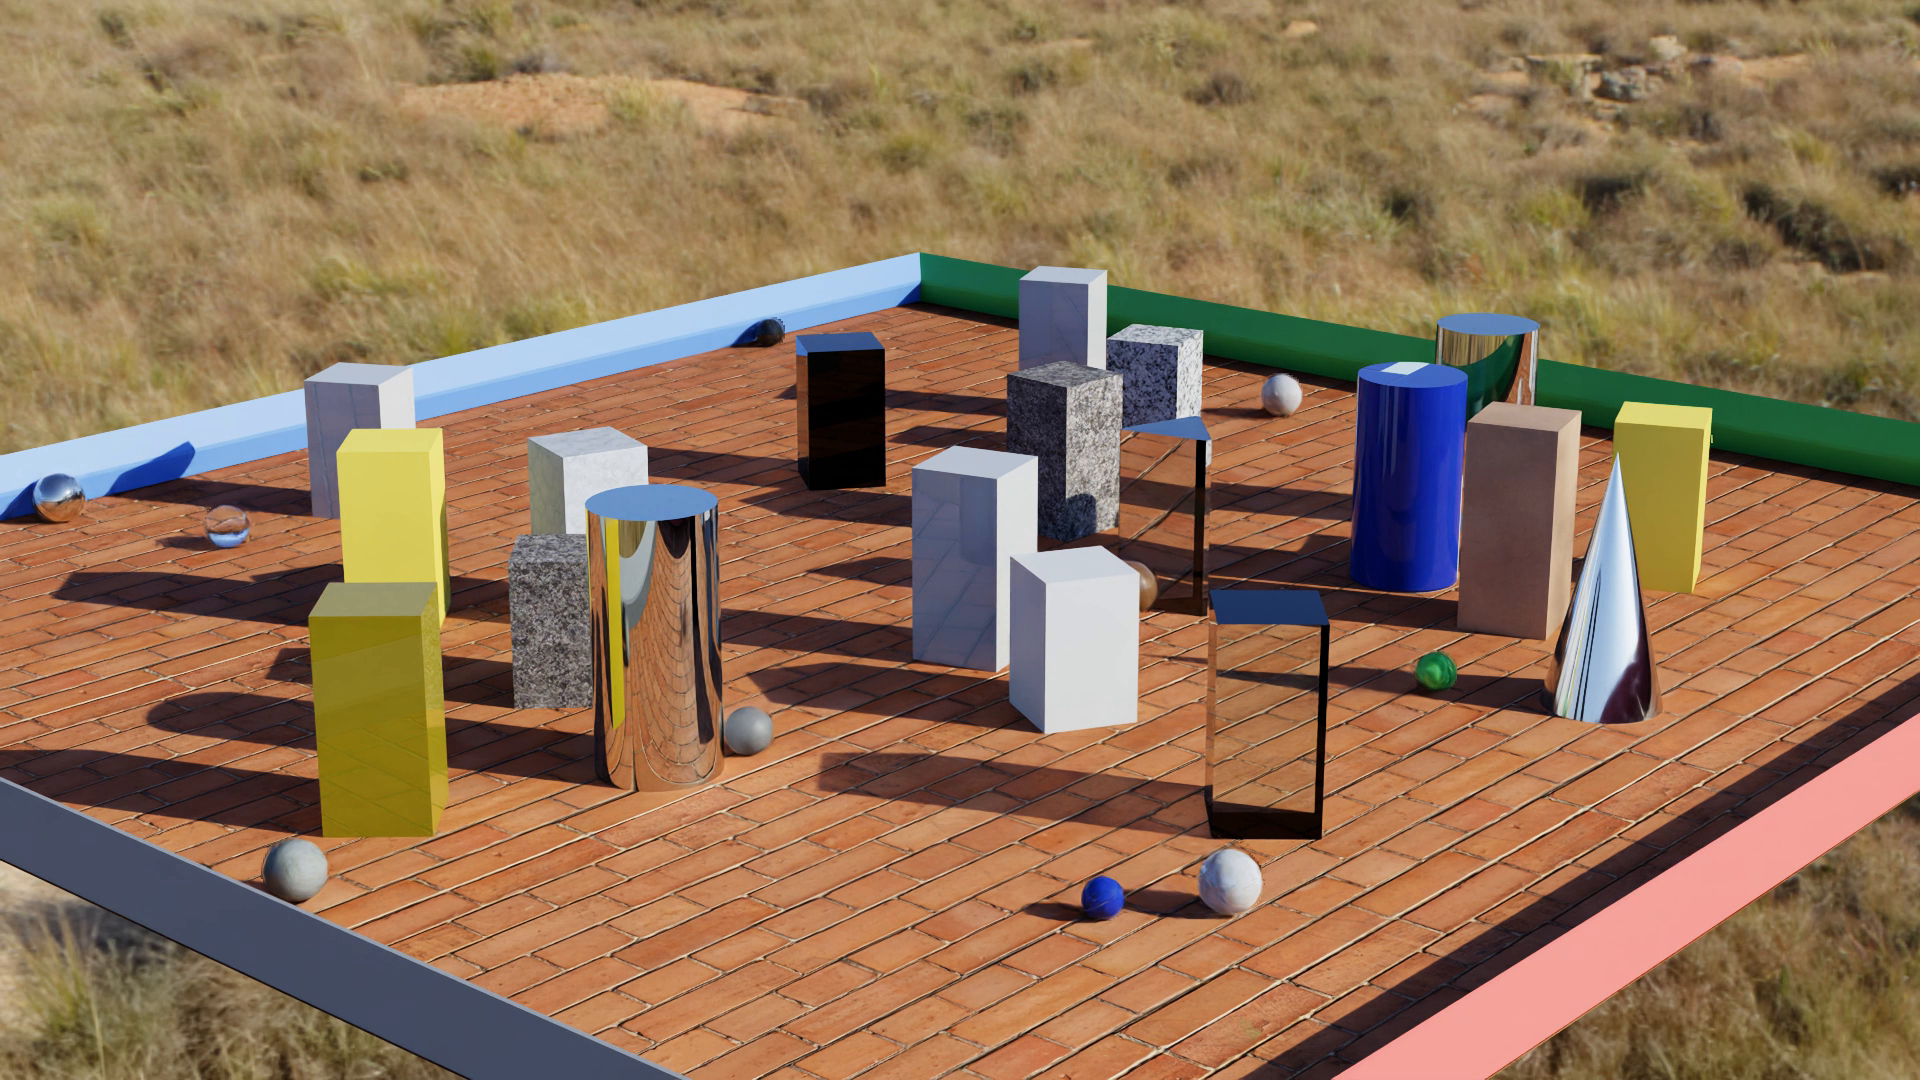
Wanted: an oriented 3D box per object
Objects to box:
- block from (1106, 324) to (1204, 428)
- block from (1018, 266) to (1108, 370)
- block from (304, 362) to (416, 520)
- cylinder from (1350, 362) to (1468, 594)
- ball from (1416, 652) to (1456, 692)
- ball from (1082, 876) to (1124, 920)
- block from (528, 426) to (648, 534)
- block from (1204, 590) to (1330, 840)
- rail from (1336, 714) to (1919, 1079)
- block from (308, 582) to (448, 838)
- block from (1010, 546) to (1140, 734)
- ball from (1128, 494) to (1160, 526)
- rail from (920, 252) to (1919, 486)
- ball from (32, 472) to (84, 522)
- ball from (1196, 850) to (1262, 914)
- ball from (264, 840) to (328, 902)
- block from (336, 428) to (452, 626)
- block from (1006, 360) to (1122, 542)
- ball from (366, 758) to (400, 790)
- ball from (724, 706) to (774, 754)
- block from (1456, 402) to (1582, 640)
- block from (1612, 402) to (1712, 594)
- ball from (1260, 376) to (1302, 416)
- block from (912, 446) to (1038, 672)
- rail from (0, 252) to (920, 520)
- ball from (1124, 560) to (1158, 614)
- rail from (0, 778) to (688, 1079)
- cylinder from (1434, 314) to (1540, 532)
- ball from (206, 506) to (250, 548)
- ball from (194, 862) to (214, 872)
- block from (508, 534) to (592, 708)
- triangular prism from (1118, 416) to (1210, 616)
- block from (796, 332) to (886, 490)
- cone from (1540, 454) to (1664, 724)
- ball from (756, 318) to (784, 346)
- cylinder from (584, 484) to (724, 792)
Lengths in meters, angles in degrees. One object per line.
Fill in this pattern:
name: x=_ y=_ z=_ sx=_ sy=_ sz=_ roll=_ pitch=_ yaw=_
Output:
block: x=0.395 y=-0.295 z=5.977 sx=0.152 sy=0.254 sz=0.152 roll=7 pitch=18 yaw=22
block: x=0.221 y=-0.422 z=6.313 sx=0.152 sy=0.303 sz=0.152 roll=5 pitch=18 yaw=17
block: x=-1.141 y=-0.188 z=5.599 sx=0.152 sy=0.267 sz=0.152 roll=4 pitch=17 yaw=13
cylinder: x=0.789 y=-0.111 z=5.167 sx=0.190 sy=0.370 sz=0.190 roll=0 pitch=17 yaw=0
ball: x=0.752 y=0.209 z=4.639 sx=0.063 sy=0.063 sz=0.063 roll=0 pitch=17 yaw=0
ball: x=0.185 y=0.464 z=3.806 sx=0.056 sy=0.056 sz=0.056 roll=0 pitch=17 yaw=0
block: x=-0.630 y=-0.021 z=4.990 sx=0.152 sy=0.301 sz=0.152 roll=-10 pitch=19 yaw=-29
block: x=0.426 y=0.243 z=4.093 sx=0.152 sy=0.314 sz=0.152 roll=0 pitch=17 yaw=1
rail: x=1.239 y=0.342 z=4.091 sx=0.045 sy=0.124 sz=3.519 roll=14 pitch=22 yaw=39
block: x=-0.810 y=0.236 z=4.099 sx=0.152 sy=0.323 sz=0.152 roll=0 pitch=17 yaw=-1
block: x=0.175 y=0.152 z=4.521 sx=0.152 sy=0.240 sz=0.152 roll=-6 pitch=18 yaw=-19
ball: x=0.347 y=-0.056 z=5.520 sx=0.061 sy=0.061 sz=0.061 roll=0 pitch=17 yaw=0
rail: x=1.138 y=-0.348 z=6.375 sx=3.328 sy=0.124 sz=0.045 roll=14 pitch=22 yaw=39
ball: x=-1.704 y=-0.080 z=5.542 sx=0.095 sy=0.095 sz=0.095 roll=0 pitch=17 yaw=0
ball: x=0.351 y=0.445 z=3.819 sx=0.085 sy=0.085 sz=0.085 roll=0 pitch=17 yaw=0
ball: x=-0.873 y=0.435 z=3.857 sx=0.083 sy=0.083 sz=0.083 roll=0 pitch=17 yaw=0
block: x=-0.955 y=-0.018 z=4.958 sx=0.152 sy=0.313 sz=0.152 roll=0 pitch=17 yaw=-2
block: x=0.195 y=-0.168 z=5.488 sx=0.152 sy=0.294 sz=0.152 roll=16 pitch=23 yaw=43
ball: x=-0.834 y=0.338 z=4.234 sx=0.048 sy=0.048 sz=0.048 roll=0 pitch=17 yaw=0
ball: x=-0.314 y=0.284 z=4.374 sx=0.073 sy=0.073 sz=0.073 roll=0 pitch=17 yaw=0
block: x=0.940 y=-0.034 z=4.929 sx=0.152 sy=0.360 sz=0.152 roll=8 pitch=19 yaw=24
block: x=1.233 y=-0.076 z=5.179 sx=0.152 sy=0.298 sz=0.152 roll=6 pitch=18 yaw=18
ball: x=0.692 y=-0.311 z=6.317 sx=0.088 sy=0.088 sz=0.088 roll=0 pitch=17 yaw=0
block: x=0.025 y=0.029 z=4.783 sx=0.152 sy=0.324 sz=0.152 roll=8 pitch=19 yaw=25
rail: x=-1.239 y=-0.280 z=6.150 sx=0.045 sy=0.124 sz=3.519 roll=14 pitch=22 yaw=39
ball: x=0.289 y=0.082 z=5.003 sx=0.095 sy=0.095 sz=0.095 roll=0 pitch=17 yaw=0
rail: x=-1.138 y=0.410 z=3.866 sx=3.328 sy=0.124 sz=0.045 roll=14 pitch=22 yaw=39
cylinder: x=0.985 y=-0.221 z=5.519 sx=0.190 sy=0.378 sz=0.190 roll=0 pitch=17 yaw=0
ball: x=-1.346 y=-0.025 z=5.386 sx=0.079 sy=0.079 sz=0.079 roll=0 pitch=17 yaw=0
ball: x=-0.998 y=0.454 z=3.818 sx=0.069 sy=0.069 sz=0.069 roll=0 pitch=17 yaw=0
block: x=-0.621 y=0.126 z=4.611 sx=0.152 sy=0.238 sz=0.152 roll=-1 pitch=17 yaw=-2
triangular prism: x=0.378 y=-0.048 z=5.060 sx=0.165 sy=0.311 sz=0.143 roll=9 pitch=19 yaw=26
block: x=-0.236 y=-0.256 z=5.806 sx=0.152 sy=0.279 sz=0.152 roll=-3 pitch=17 yaw=-11
cone: x=1.005 y=0.060 z=4.536 sx=0.190 sy=0.408 sz=0.190 roll=0 pitch=17 yaw=0
ball: x=-0.453 y=-0.493 z=6.957 sx=0.067 sy=0.067 sz=0.067 roll=0 pitch=17 yaw=0
cylinder: x=-0.443 y=0.141 z=4.267 sx=0.190 sy=0.408 sz=0.190 roll=0 pitch=17 yaw=0
